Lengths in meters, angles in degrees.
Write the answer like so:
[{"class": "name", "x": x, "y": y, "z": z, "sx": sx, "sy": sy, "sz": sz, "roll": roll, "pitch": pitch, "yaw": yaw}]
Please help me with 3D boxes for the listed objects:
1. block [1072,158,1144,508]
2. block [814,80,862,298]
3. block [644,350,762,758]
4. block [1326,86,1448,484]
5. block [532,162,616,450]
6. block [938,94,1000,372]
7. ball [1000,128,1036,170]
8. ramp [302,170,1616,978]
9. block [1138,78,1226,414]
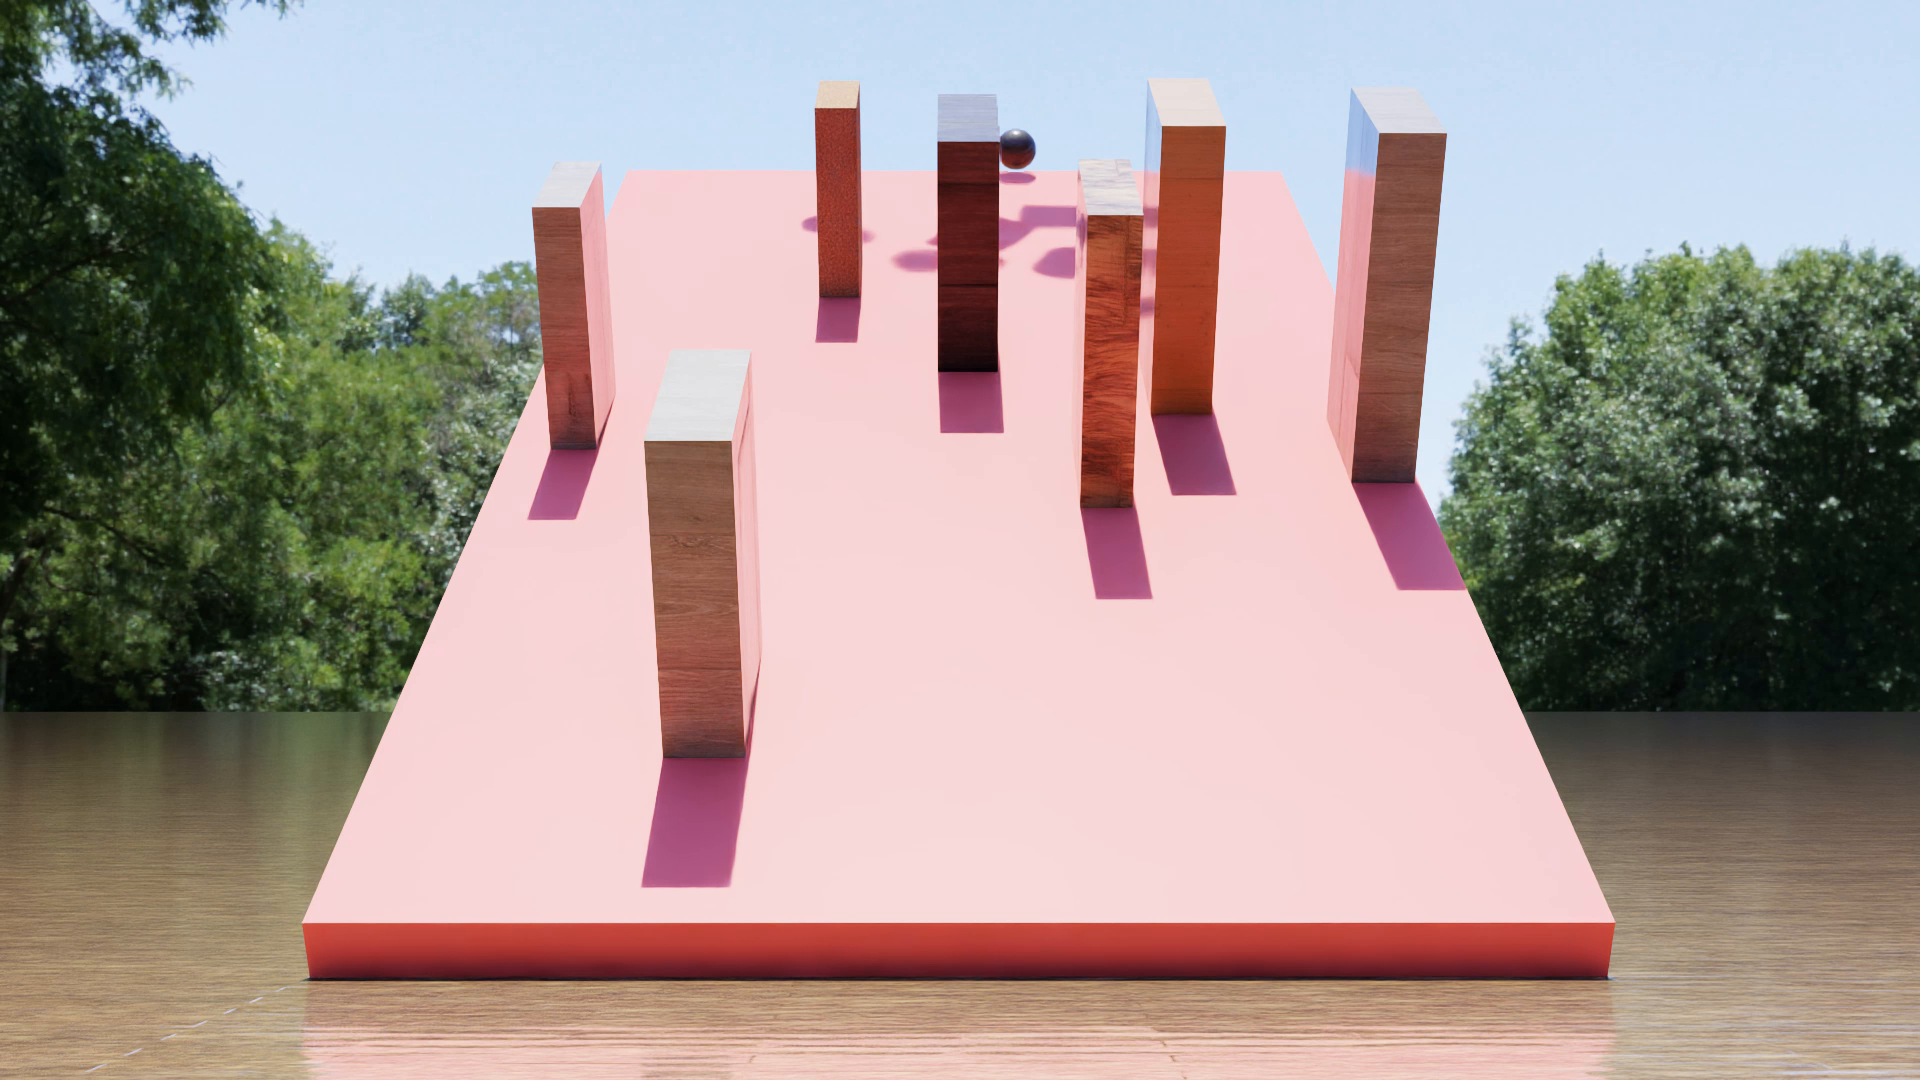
[{"class": "block", "x": 0.308, "y": -0.443, "z": 4.990, "sx": 0.111, "sy": 0.641, "sz": 0.397, "roll": 0, "pitch": 25, "yaw": 0}, {"class": "block", "x": -0.316, "y": -0.922, "z": 6.156, "sx": 0.105, "sy": 0.504, "sz": 0.276, "roll": 0, "pitch": 25, "yaw": 0}, {"class": "block", "x": -0.438, "y": 0.019, "z": 4.073, "sx": 0.141, "sy": 0.589, "sz": 0.411, "roll": 0, "pitch": 25, "yaw": 0}, {"class": "block", "x": 0.913, "y": -0.551, "z": 5.067, "sx": 0.138, "sy": 0.773, "sz": 0.366, "roll": 0, "pitch": 25, "yaw": 0}, {"class": "block", "x": -0.860, "y": -0.528, "z": 5.258, "sx": 0.102, "sy": 0.559, "sz": 0.342, "roll": 0, "pitch": 25, "yaw": 0}, {"class": "block", "x": 0.018, "y": -0.753, "z": 5.726, "sx": 0.145, "sy": 0.570, "sz": 0.425, "roll": 0, "pitch": 25, "yaw": 0}, {"class": "ball", "x": 0.170, "y": -1.185, "z": 7.116, "sx": 0.123, "sy": 0.123, "sz": 0.123, "roll": 0, "pitch": -4, "yaw": 0}, {"class": "ramp", "x": -0.009, "y": -0.229, "z": 5.402, "sx": 2.000, "sy": 0.100, "sz": 4.000, "roll": 0, "pitch": 25, "yaw": 0}, {"class": "block", "x": 0.510, "y": -0.686, "z": 5.457, "sx": 0.141, "sy": 0.681, "sz": 0.413, "roll": 0, "pitch": 25, "yaw": 0}]
